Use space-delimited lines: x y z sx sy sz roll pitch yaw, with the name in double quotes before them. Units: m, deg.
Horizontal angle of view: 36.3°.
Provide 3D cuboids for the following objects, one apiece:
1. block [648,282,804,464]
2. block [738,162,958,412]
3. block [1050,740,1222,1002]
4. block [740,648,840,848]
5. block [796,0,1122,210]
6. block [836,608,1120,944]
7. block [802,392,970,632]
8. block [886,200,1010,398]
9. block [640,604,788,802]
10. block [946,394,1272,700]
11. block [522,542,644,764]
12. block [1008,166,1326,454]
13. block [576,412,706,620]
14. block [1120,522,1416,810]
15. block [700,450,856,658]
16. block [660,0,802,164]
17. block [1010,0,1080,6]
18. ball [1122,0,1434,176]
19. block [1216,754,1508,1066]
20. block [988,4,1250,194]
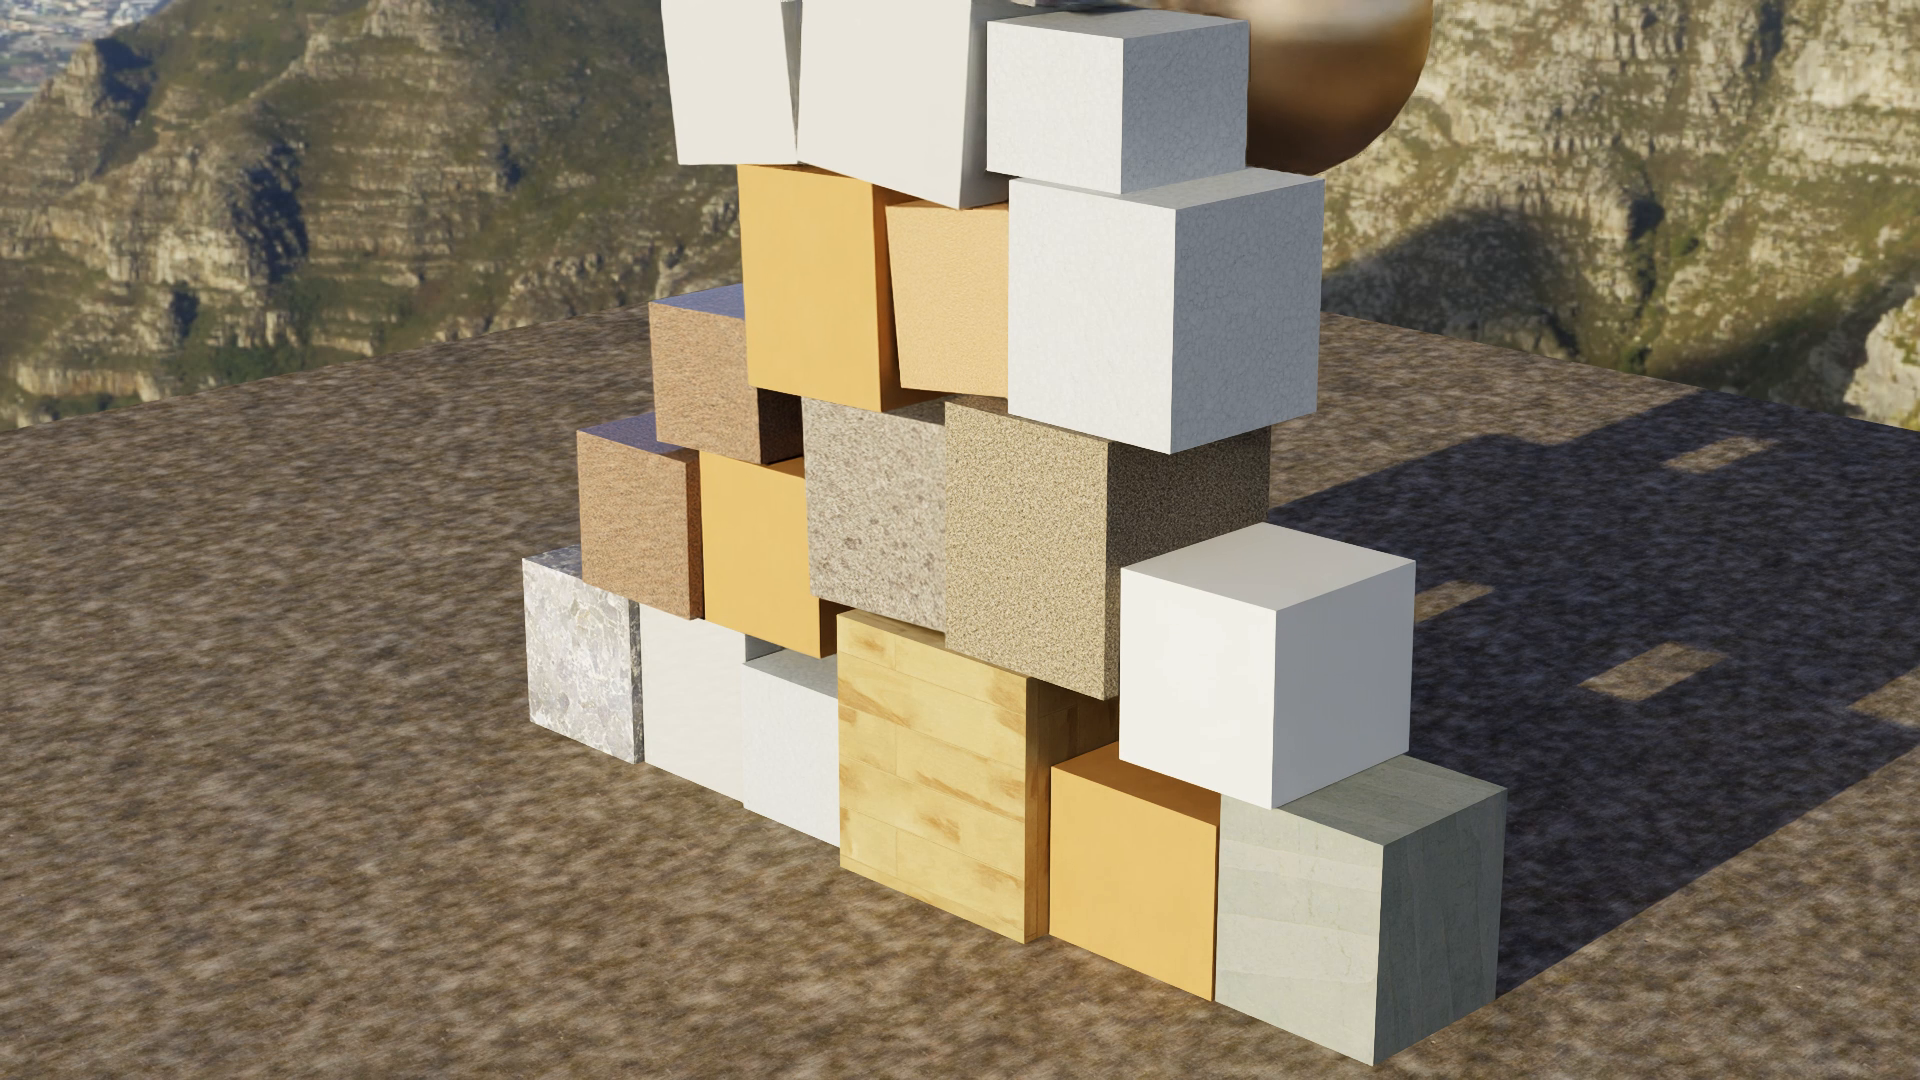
"block" -0.932 -0.824 14.050 0.773 0.680 0.759 -17 21 -42
"block" -0.375 -1.217 13.331 0.852 1.021 0.883 -17 21 -42
"block" 1.020 1.359 12.705 0.850 0.789 0.925 -17 24 -42
"block" -0.452 0.943 14.111 0.850 0.740 0.836 -17 24 -42
"block" -0.007 -2.032 12.711 0.931 0.878 1.009 -17 29 -42
"block" 0.276 0.922 13.362 1.171 1.228 1.177 -17 24 -42
"block" -0.038 -0.211 13.333 0.916 0.938 0.963 -17 21 -42
"block" 0.231 -1.093 12.748 0.720 0.795 0.760 -17 17 -42
"block" -1.035 0.702 14.647 0.772 0.877 0.793 -17 24 -42
"block" 0.635 -0.072 12.633 1.044 1.106 0.929 -17 24 -42
"block" -1.638 0.521 15.199 0.865 0.892 0.861 -17 24 -42
"block" 0.846 -1.003 12.111 0.931 0.983 0.895 -17 24 -42
"block" -1.266 -0.176 14.607 0.935 0.792 0.832 -17 24 -42
"block" 1.274 0.501 12.184 0.912 0.838 0.815 -17 23 -42
"block" -0.677 -0.019 14.041 0.759 0.854 0.822 -17 23 -42
"block" -0.731 -2.196 13.405 0.883 0.845 0.823 -17 17 -42
"block" 0.338 -2.582 12.171 0.689 0.569 0.632 -17 29 -42
"ball" 1.467 -2.518 14.088 1.600 1.600 1.600 0 17 0
"block" 1.649 1.467 12.090 0.834 0.952 0.820 -17 24 -42
"block" 0.649 -1.828 12.074 0.774 0.614 0.744 -17 24 -42
